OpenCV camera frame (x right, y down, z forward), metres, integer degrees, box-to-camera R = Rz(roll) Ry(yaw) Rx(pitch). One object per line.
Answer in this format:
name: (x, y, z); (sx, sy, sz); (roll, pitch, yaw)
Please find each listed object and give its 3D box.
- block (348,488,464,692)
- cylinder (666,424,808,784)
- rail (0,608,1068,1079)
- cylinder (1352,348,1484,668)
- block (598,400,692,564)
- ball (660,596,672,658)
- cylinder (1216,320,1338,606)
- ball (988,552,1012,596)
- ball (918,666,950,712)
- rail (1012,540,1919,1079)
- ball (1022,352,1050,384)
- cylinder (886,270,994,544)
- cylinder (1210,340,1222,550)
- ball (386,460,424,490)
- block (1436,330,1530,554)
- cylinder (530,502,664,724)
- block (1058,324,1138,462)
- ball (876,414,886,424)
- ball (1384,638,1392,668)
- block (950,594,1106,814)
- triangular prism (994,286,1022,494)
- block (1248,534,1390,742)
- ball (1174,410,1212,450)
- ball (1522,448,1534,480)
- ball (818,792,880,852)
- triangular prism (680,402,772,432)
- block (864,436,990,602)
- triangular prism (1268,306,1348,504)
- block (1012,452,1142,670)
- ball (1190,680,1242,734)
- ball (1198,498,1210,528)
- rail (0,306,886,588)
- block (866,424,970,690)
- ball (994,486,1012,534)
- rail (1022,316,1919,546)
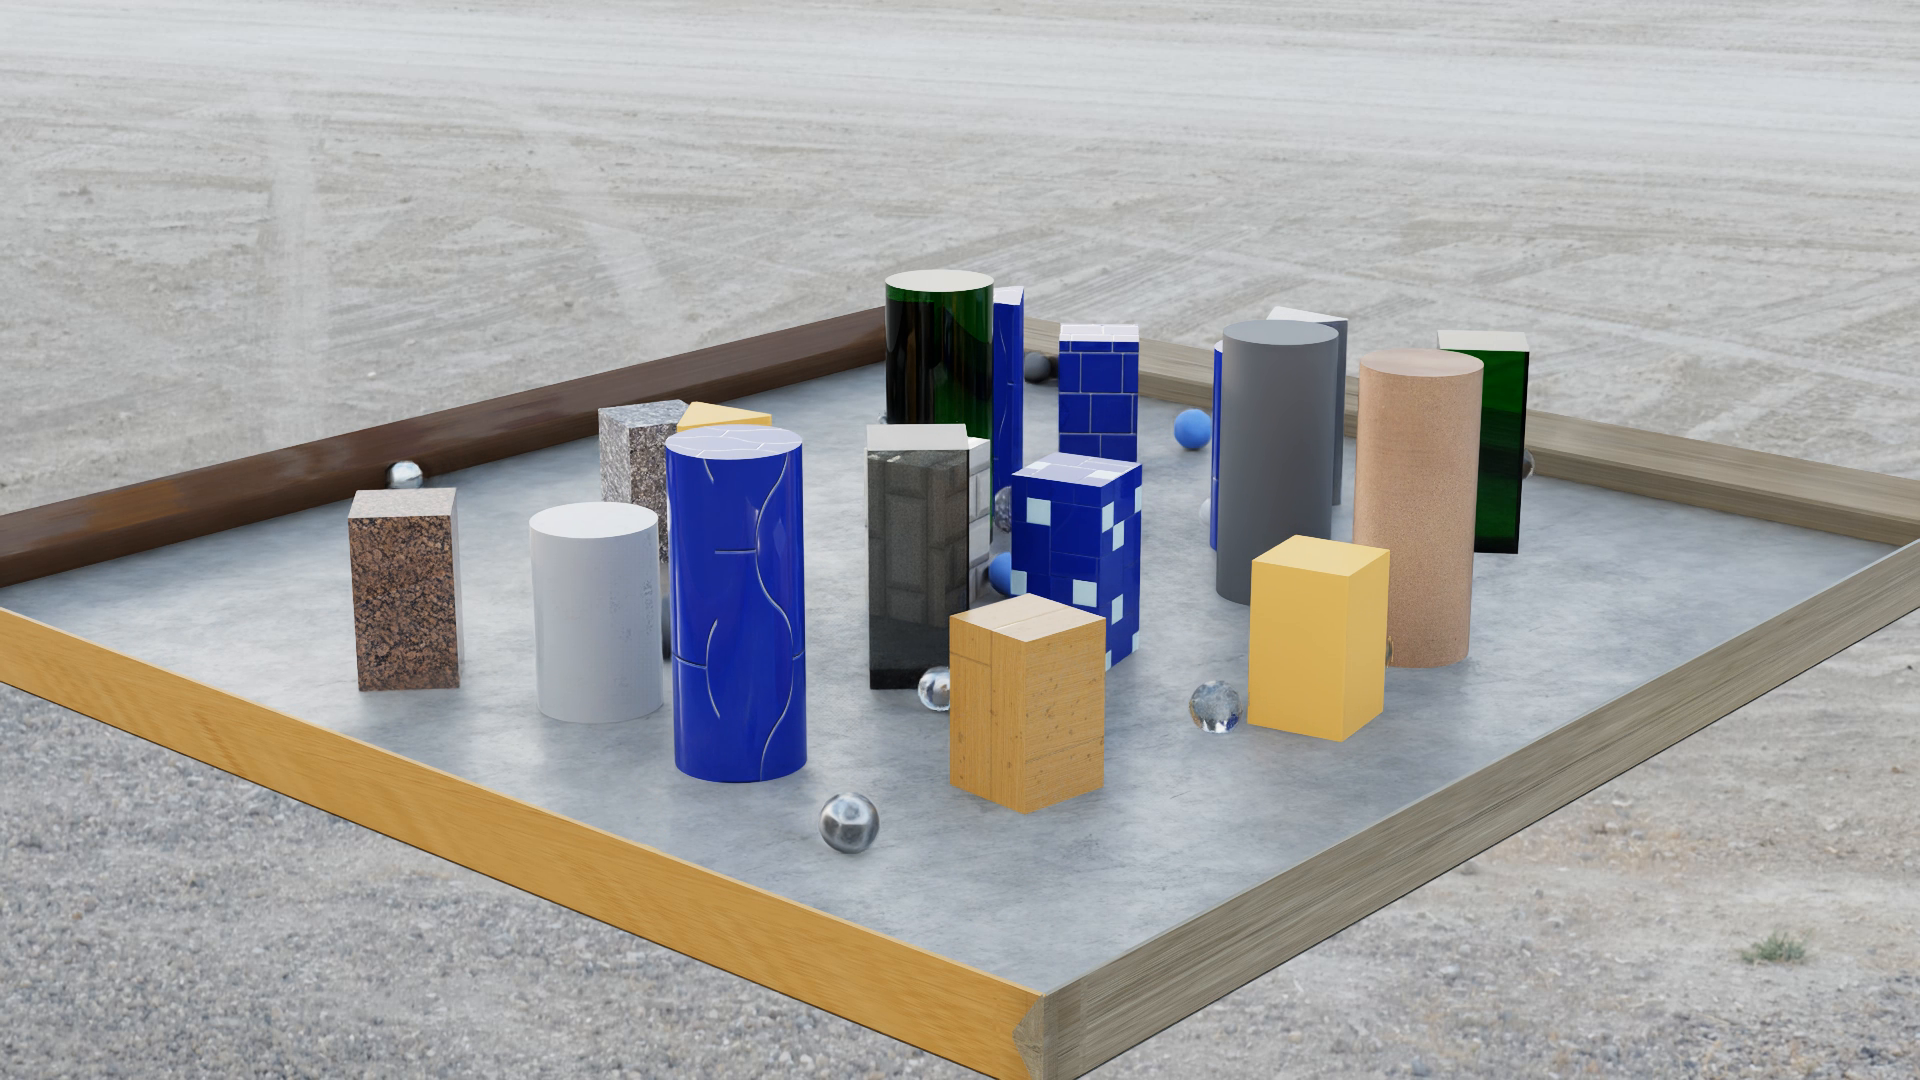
block: (-0.884, 0.078, 4.695); (0.158, 0.287, 0.158); (-2, 17, -6)
cylinder: (-0.326, 0.092, 4.299); (0.198, 0.489, 0.198); (0, 17, 0)
rail: (-0.874, 0.323, 4.156); (2.606, 0.128, 0.045); (14, 22, 39)
cylinder: (0.743, -0.053, 4.787); (0.198, 0.486, 0.198); (0, 17, 0)
block: (-0.554, -0.105, 5.354); (0.158, 0.259, 0.158); (-8, 19, -26)
ball: (-0.485, 0.142, 4.809); (0.099, 0.099, 0.099); (0, 17, 0)
cylinder: (0.549, -0.134, 5.090); (0.198, 0.465, 0.198); (0, 17, 0)
ball: (0.086, 0.060, 5.123); (0.076, 0.076, 0.076); (0, 17, 0)
ball: (-0.031, 0.231, 4.564); (0.070, 0.070, 0.070); (0, 17, 0)
rail: (0.966, 0.274, 4.317); (0.045, 0.128, 2.714); (14, 22, 39)
ball: (0.170, -0.388, 6.619); (0.070, 0.070, 0.070); (0, 17, 0)
cylinder: (-0.037, -0.236, 5.385); (0.198, 0.491, 0.198); (0, 17, 0)
cylinder: (0.560, -0.170, 5.370); (0.198, 0.374, 0.198); (0, 17, 0)
ball: (-1.085, -0.121, 5.729); (0.072, 0.072, 0.072); (0, 17, 0)
block: (0.952, -0.182, 5.396); (0.158, 0.380, 0.158); (2, 17, 7)
cylinder: (-0.565, 0.111, 4.566); (0.198, 0.298, 0.198); (0, 17, 0)
block: (0.280, -0.288, 5.937); (0.158, 0.271, 0.158); (1, 17, 3)
ball: (-0.142, -0.231, 6.095); (0.071, 0.071, 0.071); (0, 17, 0)
ball: (0.660, 0.180, 4.730); (0.073, 0.073, 0.073); (0, 17, 0)
block: (0.097, 0.234, 4.230); (0.158, 0.258, 0.158); (-15, 22, -40)
triangular prism: (0.077, -0.270, 5.624); (0.171, 0.417, 0.148); (11, 20, 33)
block: (0.551, 0.149, 4.503); (0.158, 0.263, 0.158); (10, 19, 29)
ball: (0.484, -0.230, 6.071); (0.083, 0.083, 0.083); (0, 17, 0)
ball: (1.108, -0.153, 5.839); (0.069, 0.069, 0.069); (0, 17, 0)
ball: (-0.152, 0.387, 4.023); (0.084, 0.084, 0.084); (0, 17, 0)
triangular prism: (-0.437, -0.076, 5.163); (0.171, 0.312, 0.148); (-8, 19, -25)
block: (-0.056, -0.032, 5.081); (0.158, 0.276, 0.158); (10, 19, 29)
triangular prism: (0.636, -0.258, 5.675); (0.171, 0.366, 0.148); (-5, 17, -16)
block: (0.190, 0.037, 4.780); (0.158, 0.317, 0.158); (9, 19, 26)
ball: (0.390, 0.254, 4.468); (0.082, 0.082, 0.082); (0, 17, 0)
ball: (0.479, -0.051, 5.519); (0.059, 0.059, 0.059); (0, 17, 0)
rail: (-0.966, -0.210, 5.923); (0.045, 0.128, 2.714); (14, 22, 39)
block: (-0.068, 0.026, 4.685); (0.158, 0.394, 0.158); (-1, 17, -2)
ball: (0.102, -0.057, 5.486); (0.091, 0.091, 0.091); (0, 17, 0)
rail: (0.874, -0.258, 6.084); (2.606, 0.128, 0.045); (14, 22, 39)
